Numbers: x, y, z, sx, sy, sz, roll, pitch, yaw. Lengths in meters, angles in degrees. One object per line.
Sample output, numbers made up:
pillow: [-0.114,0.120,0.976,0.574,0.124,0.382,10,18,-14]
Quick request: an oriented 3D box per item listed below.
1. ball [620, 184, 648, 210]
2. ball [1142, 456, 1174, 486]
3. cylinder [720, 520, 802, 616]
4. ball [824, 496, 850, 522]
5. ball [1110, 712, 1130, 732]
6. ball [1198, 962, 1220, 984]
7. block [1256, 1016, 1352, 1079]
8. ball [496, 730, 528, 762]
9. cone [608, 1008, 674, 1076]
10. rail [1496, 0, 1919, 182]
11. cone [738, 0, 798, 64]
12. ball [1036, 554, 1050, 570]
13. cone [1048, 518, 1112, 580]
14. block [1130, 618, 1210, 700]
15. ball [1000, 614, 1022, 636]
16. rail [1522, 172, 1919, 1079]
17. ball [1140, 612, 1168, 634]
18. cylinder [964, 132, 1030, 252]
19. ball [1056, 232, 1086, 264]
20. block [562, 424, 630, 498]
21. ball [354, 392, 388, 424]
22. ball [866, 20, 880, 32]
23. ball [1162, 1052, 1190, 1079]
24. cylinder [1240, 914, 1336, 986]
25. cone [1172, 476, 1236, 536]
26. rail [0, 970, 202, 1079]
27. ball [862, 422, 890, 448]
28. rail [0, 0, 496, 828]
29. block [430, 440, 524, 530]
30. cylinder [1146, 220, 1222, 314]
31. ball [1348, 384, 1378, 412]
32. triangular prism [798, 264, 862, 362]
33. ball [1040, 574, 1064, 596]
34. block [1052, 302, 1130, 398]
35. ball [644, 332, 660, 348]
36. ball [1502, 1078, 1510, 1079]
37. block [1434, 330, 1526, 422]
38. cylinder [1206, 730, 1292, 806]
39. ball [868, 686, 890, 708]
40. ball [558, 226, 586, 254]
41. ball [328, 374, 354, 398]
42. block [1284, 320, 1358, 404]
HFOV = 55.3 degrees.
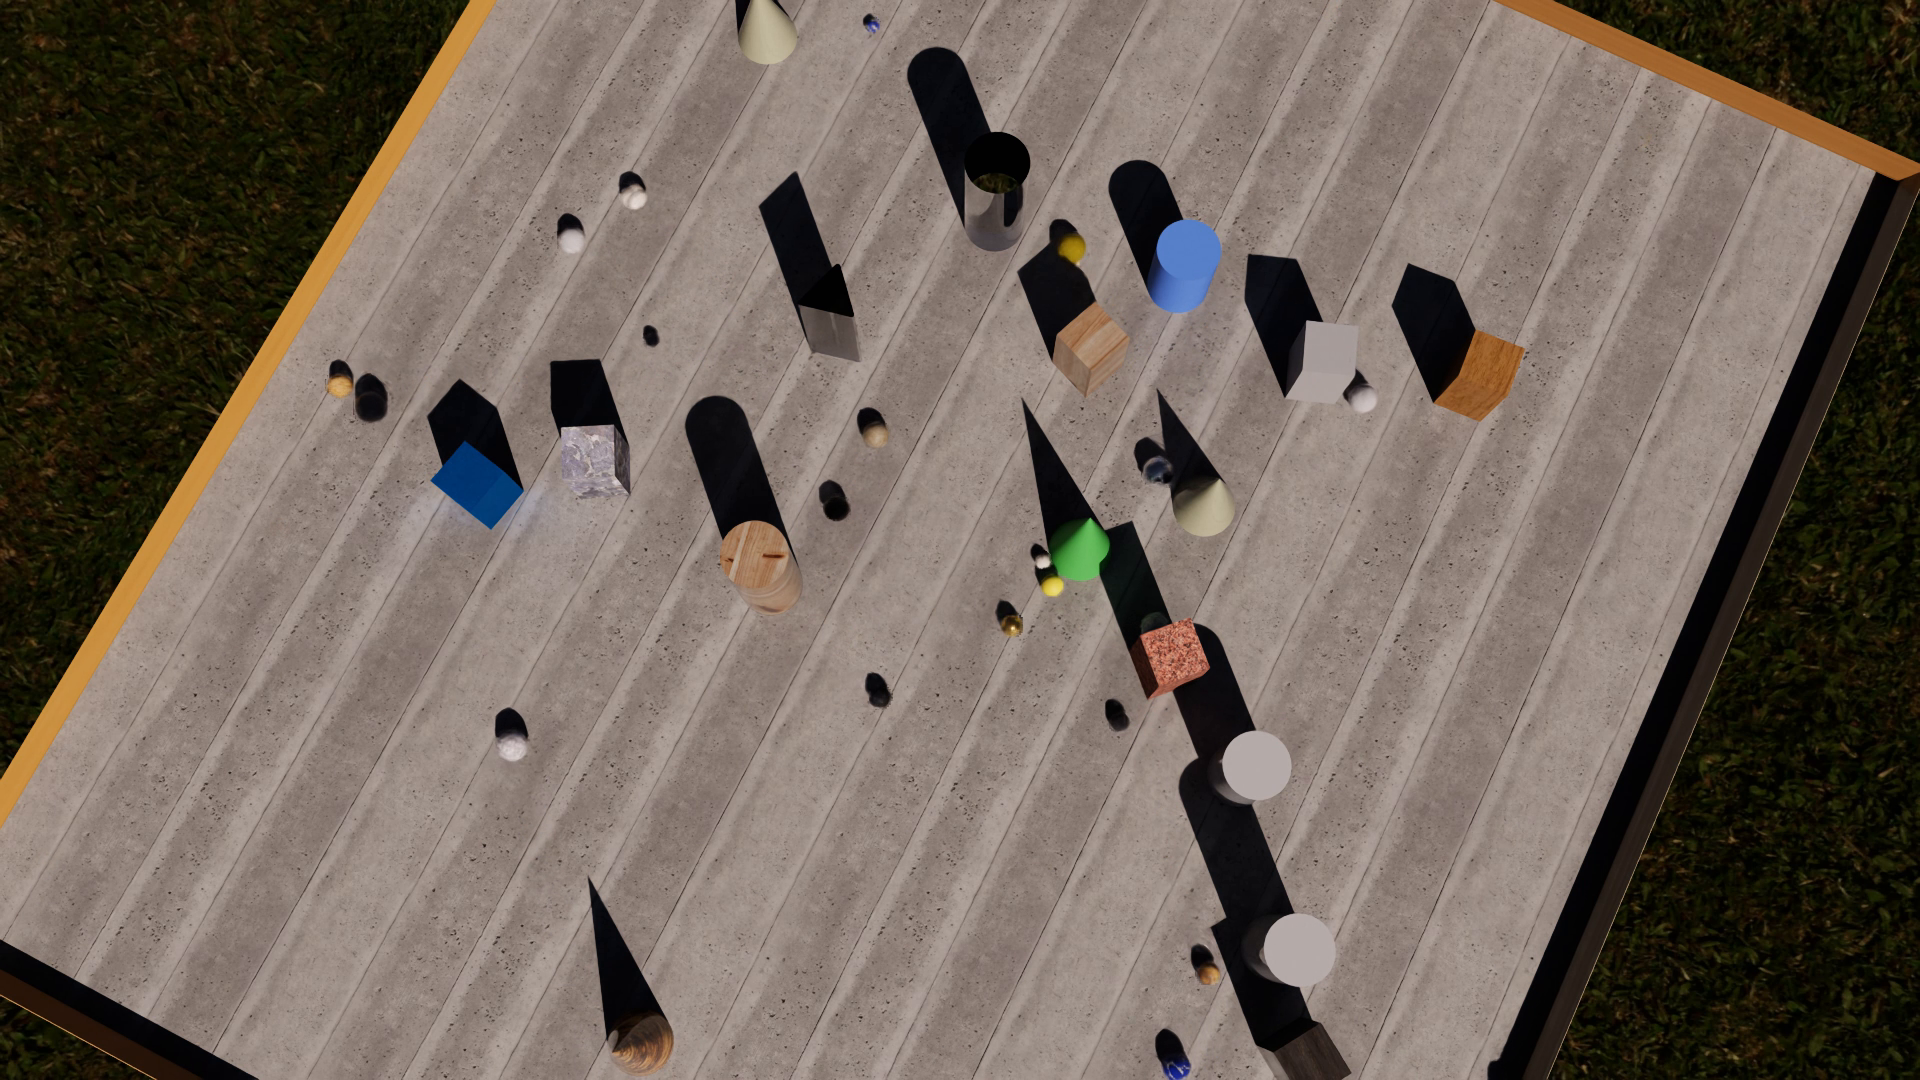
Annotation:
ball: [-1.032,-1.088,5.800,0.081,0.081,0.081,0,78,0]
ball: [0.607,-0.211,5.612,0.094,0.094,0.094,0,78,0]
cylinder: [-0.576,0.088,5.360,0.194,0.467,0.194,0,78,0]
ball: [-0.377,-0.096,5.596,0.079,0.079,0.079,0,78,0]
ball: [0.477,0.543,5.475,0.058,0.058,0.058,0,78,0]
ball: [0.722,1.257,5.324,0.064,0.064,0.064,0,78,0]
block: [0.963,1.459,5.155,0.155,0.312,0.155,-30,80,-6]
ball: [-1.330,0.610,5.443,0.093,0.093,0.093,0,78,0]
cone: [-0.926,1.410,5.096,0.194,0.449,0.194,0,78,0]
rail: [1.068,-2.086,5.983,4.362,0.126,0.045,26,80,5]
cone: [-0.625,-1.670,5.790,0.194,0.338,0.194,0,78,0]
ball: [0.252,0.065,5.579,0.047,0.047,0.047,0,78,0]
cone: [0.368,-0.017,5.386,0.194,0.457,0.194,0,78,0]
block: [0.611,0.351,5.375,0.155,0.331,0.155,-19,79,-4]
ball: [0.155,0.257,5.531,0.064,0.064,0.064,0,78,0]
rail: [1.930,0.951,5.354,0.045,0.126,4.826,26,80,5]
ball: [0.585,0.260,5.520,0.084,0.084,0.084,0,78,0]
cylinder: [0.110,-1.056,5.593,0.194,0.474,0.194,0,78,0]
ball: [0.350,-0.917,5.758,0.094,0.094,0.094,0,78,0]
block: [-1.096,-0.233,5.528,0.155,0.268,0.155,-3,78,-1]
ball: [-1.816,-0.409,5.652,0.097,0.097,0.097,0,78,0]
ball: [-0.283,-1.666,5.939,0.043,0.043,0.043,0,78,0]
ball: [0.623,1.511,5.263,0.080,0.080,0.080,0,78,0]
cylinder: [0.917,1.150,5.157,0.194,0.433,0.194,0,78,0]
cone: [0.751,-0.142,5.465,0.194,0.353,0.194,0,78,0]
rail: [-1.068,2.099,5.117,4.362,0.126,0.045,26,80,5]
ball: [-0.259,-0.322,5.641,0.083,0.083,0.083,0,78,0]
rail: [-1.930,-0.938,5.745,0.045,0.126,4.826,26,80,5]
block: [-1.452,-0.163,5.523,0.155,0.249,0.155,37,81,7]
cylinder: [0.686,-0.839,5.637,0.194,0.300,0.194,0,78,0]
ball: [1.245,-0.438,5.662,0.089,0.089,0.089,0,78,0]
triangular prism: [-0.372,-0.690,5.534,0.168,0.441,0.145,14,79,3]
ball: [0.279,0.136,5.554,0.067,0.067,0.067,0,78,0]
block: [0.397,-0.578,5.593,0.155,0.280,0.155,-41,81,-8]
ball: [-0.962,-0.625,5.722,0.047,0.047,0.047,0,78,0]
ball: [1.569,1.576,5.259,0.062,0.062,0.062,0,78,0]
block: [1.575,-0.496,5.568,0.155,0.297,0.155,22,79,4]
cylinder: [0.834,0.666,5.307,0.194,0.337,0.194,0,78,0]
ball: [-0.240,0.472,5.486,0.065,0.065,0.065,0,78,0]
ball: [-1.221,-0.944,5.769,0.085,0.085,0.085,0,78,0]
ball: [-1.919,-0.480,5.678,0.074,0.074,0.074,0,78,0]
block: [1.098,-0.537,5.574,0.155,0.302,0.155,6,78,1]
